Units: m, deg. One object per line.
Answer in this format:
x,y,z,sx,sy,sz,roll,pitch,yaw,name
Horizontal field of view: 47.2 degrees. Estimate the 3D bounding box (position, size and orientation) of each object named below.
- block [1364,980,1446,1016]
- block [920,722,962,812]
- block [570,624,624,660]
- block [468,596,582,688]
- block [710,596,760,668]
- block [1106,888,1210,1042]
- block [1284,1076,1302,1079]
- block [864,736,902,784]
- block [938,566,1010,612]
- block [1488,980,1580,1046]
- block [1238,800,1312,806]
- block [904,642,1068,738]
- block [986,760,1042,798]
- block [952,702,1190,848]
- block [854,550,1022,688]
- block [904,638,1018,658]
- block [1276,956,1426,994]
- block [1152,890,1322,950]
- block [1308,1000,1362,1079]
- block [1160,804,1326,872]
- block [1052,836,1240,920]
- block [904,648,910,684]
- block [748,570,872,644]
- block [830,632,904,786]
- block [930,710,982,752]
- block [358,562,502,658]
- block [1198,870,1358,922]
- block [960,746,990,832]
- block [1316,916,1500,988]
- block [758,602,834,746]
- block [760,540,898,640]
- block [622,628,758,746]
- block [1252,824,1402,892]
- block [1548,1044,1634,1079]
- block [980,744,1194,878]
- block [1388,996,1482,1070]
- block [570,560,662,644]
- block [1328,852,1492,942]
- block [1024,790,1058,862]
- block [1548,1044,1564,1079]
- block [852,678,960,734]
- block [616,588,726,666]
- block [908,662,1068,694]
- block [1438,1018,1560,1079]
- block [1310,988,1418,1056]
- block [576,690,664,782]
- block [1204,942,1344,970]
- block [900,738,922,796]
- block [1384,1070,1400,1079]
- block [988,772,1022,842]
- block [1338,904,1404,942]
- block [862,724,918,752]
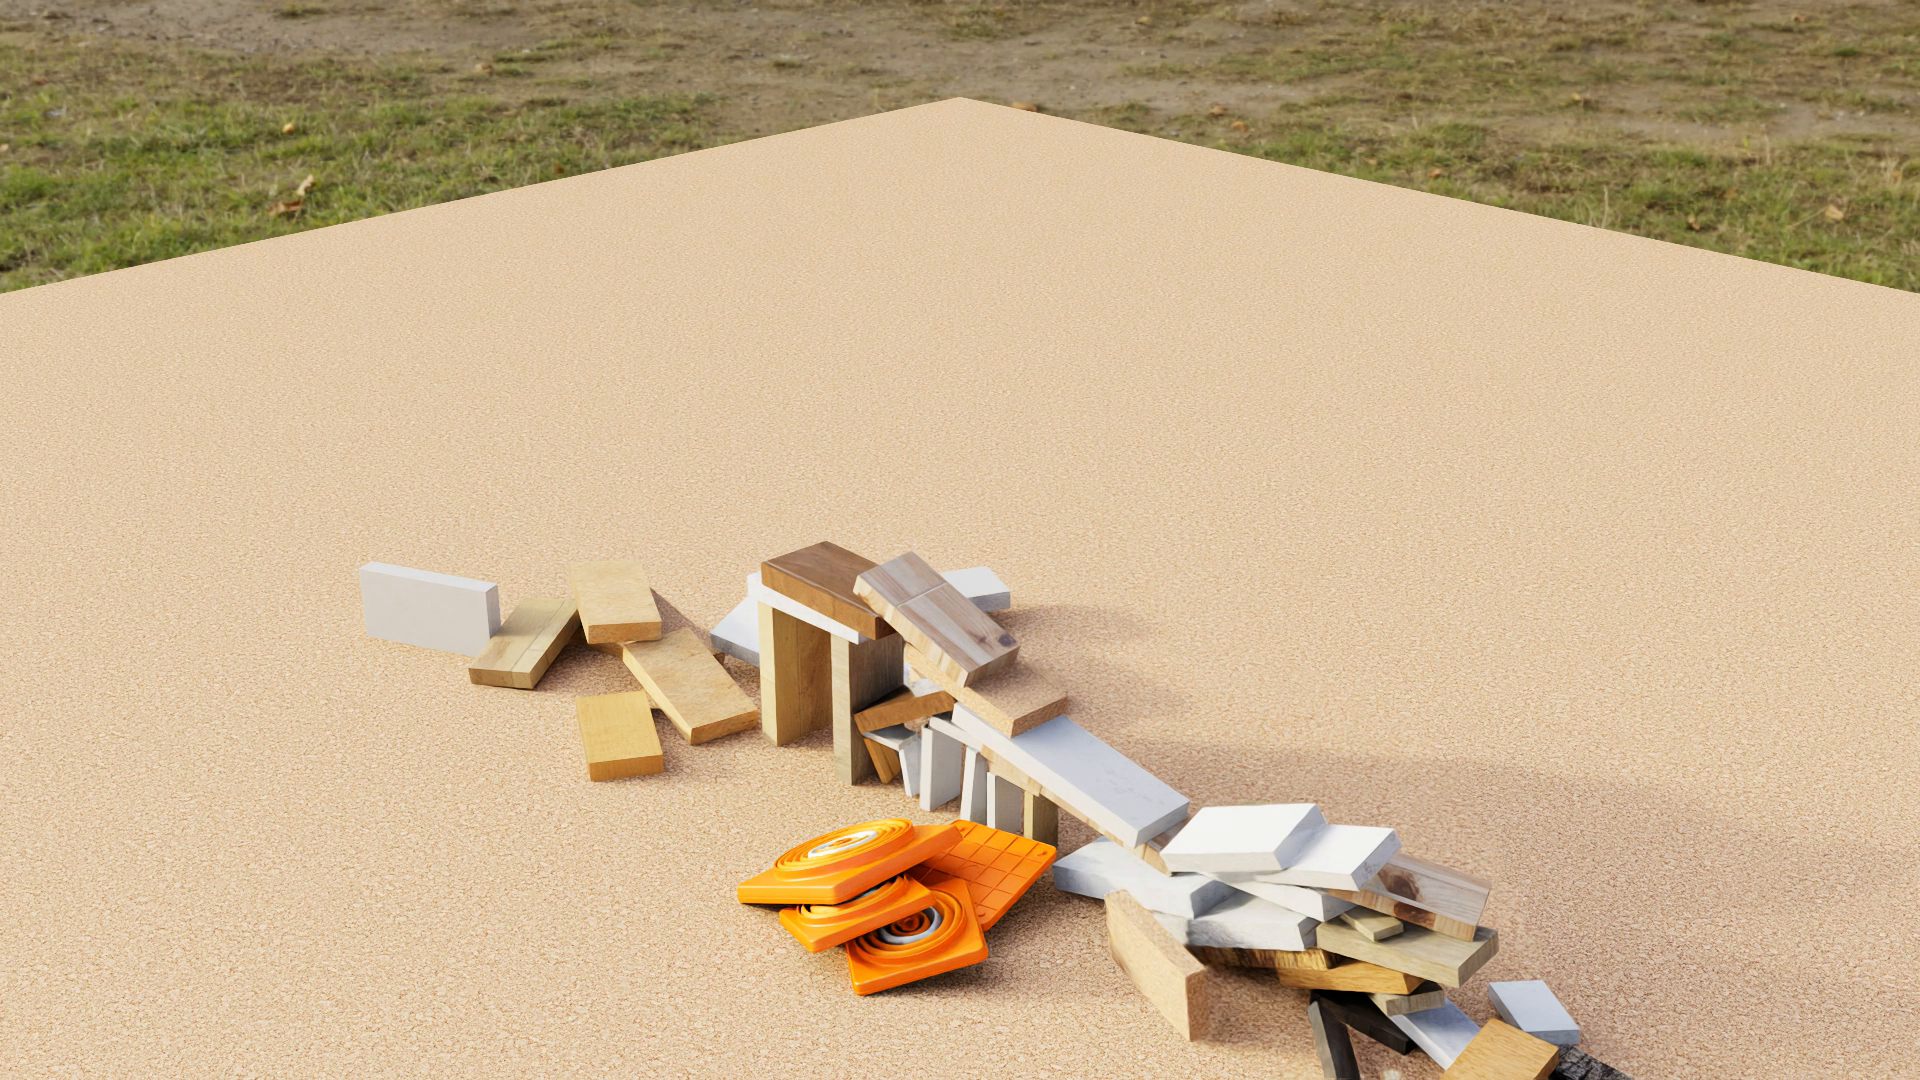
0.749,0.762,3.771,0.101,0.029,0.202,-9,8,-6,block
-0.038,0.448,4.461,0.027,0.189,0.094,21,31,35,block
-0.818,0.209,5.210,0.319,0.045,0.160,16,28,33,block
-0.998,0.235,5.086,0.153,0.043,0.305,3,31,15,block
-0.377,0.231,4.985,0.349,0.049,0.175,20,48,30,block
0.343,0.739,3.837,0.039,0.139,0.278,-17,27,-20,block
0.547,0.924,3.557,0.072,0.020,0.144,-7,24,-17,block
-0.160,0.444,4.568,0.015,0.109,0.054,-7,23,38,block
-0.057,0.135,5.270,0.320,0.045,0.160,-8,24,-18,block
0.984,0.811,3.775,0.096,0.027,0.192,-2,14,-4,block
0.624,0.554,4.363,0.144,0.072,0.020,0,23,1,block
0.050,0.268,4.285,0.151,0.043,0.302,-20,42,-40,block
0.129,0.452,4.286,0.075,0.021,0.149,-19,30,-38,block
0.205,0.417,4.166,0.470,0.043,0.151,32,38,33,block
-0.046,0.153,4.308,0.313,0.043,0.153,40,43,25,block
-0.018,0.224,5.033,0.158,0.045,0.316,-3,17,-31,block
0.695,0.730,3.801,0.135,0.038,0.271,-25,11,-42,block
0.524,0.672,3.947,0.176,0.050,0.353,-23,10,-42,block
0.626,0.862,3.640,0.076,0.022,0.247,42,17,-16,block
0.496,0.525,3.874,0.139,0.039,0.278,-40,18,-35,block
0.359,0.622,4.112,0.176,0.050,0.353,-22,17,-39,block
-0.118,0.305,4.986,0.316,0.045,0.158,-18,29,-36,block
-0.266,0.119,4.561,0.336,0.048,0.168,21,31,40,block
-0.190,0.324,4.567,0.048,0.336,0.168,18,29,36,block
0.044,0.375,4.349,0.189,0.027,0.095,24,33,29,block
-1.238,0.165,5.149,0.349,0.175,0.049,9,25,20,block
0.586,0.577,3.915,0.176,0.050,0.353,-19,18,-31,block
0.050,0.483,4.378,0.095,0.189,0.027,-19,36,-37,block
0.755,0.675,3.717,0.271,0.038,0.135,9,25,41,block
-0.349,0.260,4.719,0.168,0.336,0.048,-21,31,-40,block
-0.224,0.099,4.483,0.175,0.049,0.365,-20,30,-38,block
-0.597,0.320,4.857,0.163,0.046,0.326,-15,40,-31,block
0.621,0.537,3.747,0.124,0.035,0.248,-38,17,-30,block
1.035,0.882,3.601,0.075,0.021,0.149,-19,30,-38,block
0.260,0.477,4.162,0.465,0.039,0.139,31,37,31,block
0.822,0.834,3.702,0.101,0.029,0.203,-13,36,-31,block
-0.793,0.138,5.044,0.163,0.046,0.326,-3,26,-17,block
0.762,0.589,3.723,0.248,0.035,0.124,17,35,18,block
0.159,0.545,4.286,0.075,0.149,0.021,-21,31,-41,block
1.004,0.875,3.672,0.075,0.021,0.149,-12,26,-27,block
-0.065,0.317,4.445,0.302,0.043,0.151,-19,7,46,block
-0.710,0.210,5.085,0.326,0.046,0.163,36,37,31,block
0.062,0.328,4.873,0.316,0.045,0.158,-1,22,-24,block
0.848,0.885,3.550,0.124,0.035,0.248,20,45,40,block
0.718,0.815,3.804,0.101,0.029,0.203,-20,30,-39,block
-0.733,0.417,4.721,0.153,0.043,0.305,-6,24,-13,block
0.579,0.710,3.904,0.135,0.038,0.271,-25,11,-41,block
-0.094,0.466,4.522,0.054,0.109,0.015,-21,18,-41,block
0.696,0.921,3.492,0.022,0.077,0.153,0,23,-1,block
0.088,0.517,4.351,0.075,0.149,0.021,-21,30,-41,block
0.696,0.645,3.732,0.057,0.016,0.114,-14,16,-18,block
-0.146,0.398,4.520,0.109,0.015,0.054,19,38,39,block
